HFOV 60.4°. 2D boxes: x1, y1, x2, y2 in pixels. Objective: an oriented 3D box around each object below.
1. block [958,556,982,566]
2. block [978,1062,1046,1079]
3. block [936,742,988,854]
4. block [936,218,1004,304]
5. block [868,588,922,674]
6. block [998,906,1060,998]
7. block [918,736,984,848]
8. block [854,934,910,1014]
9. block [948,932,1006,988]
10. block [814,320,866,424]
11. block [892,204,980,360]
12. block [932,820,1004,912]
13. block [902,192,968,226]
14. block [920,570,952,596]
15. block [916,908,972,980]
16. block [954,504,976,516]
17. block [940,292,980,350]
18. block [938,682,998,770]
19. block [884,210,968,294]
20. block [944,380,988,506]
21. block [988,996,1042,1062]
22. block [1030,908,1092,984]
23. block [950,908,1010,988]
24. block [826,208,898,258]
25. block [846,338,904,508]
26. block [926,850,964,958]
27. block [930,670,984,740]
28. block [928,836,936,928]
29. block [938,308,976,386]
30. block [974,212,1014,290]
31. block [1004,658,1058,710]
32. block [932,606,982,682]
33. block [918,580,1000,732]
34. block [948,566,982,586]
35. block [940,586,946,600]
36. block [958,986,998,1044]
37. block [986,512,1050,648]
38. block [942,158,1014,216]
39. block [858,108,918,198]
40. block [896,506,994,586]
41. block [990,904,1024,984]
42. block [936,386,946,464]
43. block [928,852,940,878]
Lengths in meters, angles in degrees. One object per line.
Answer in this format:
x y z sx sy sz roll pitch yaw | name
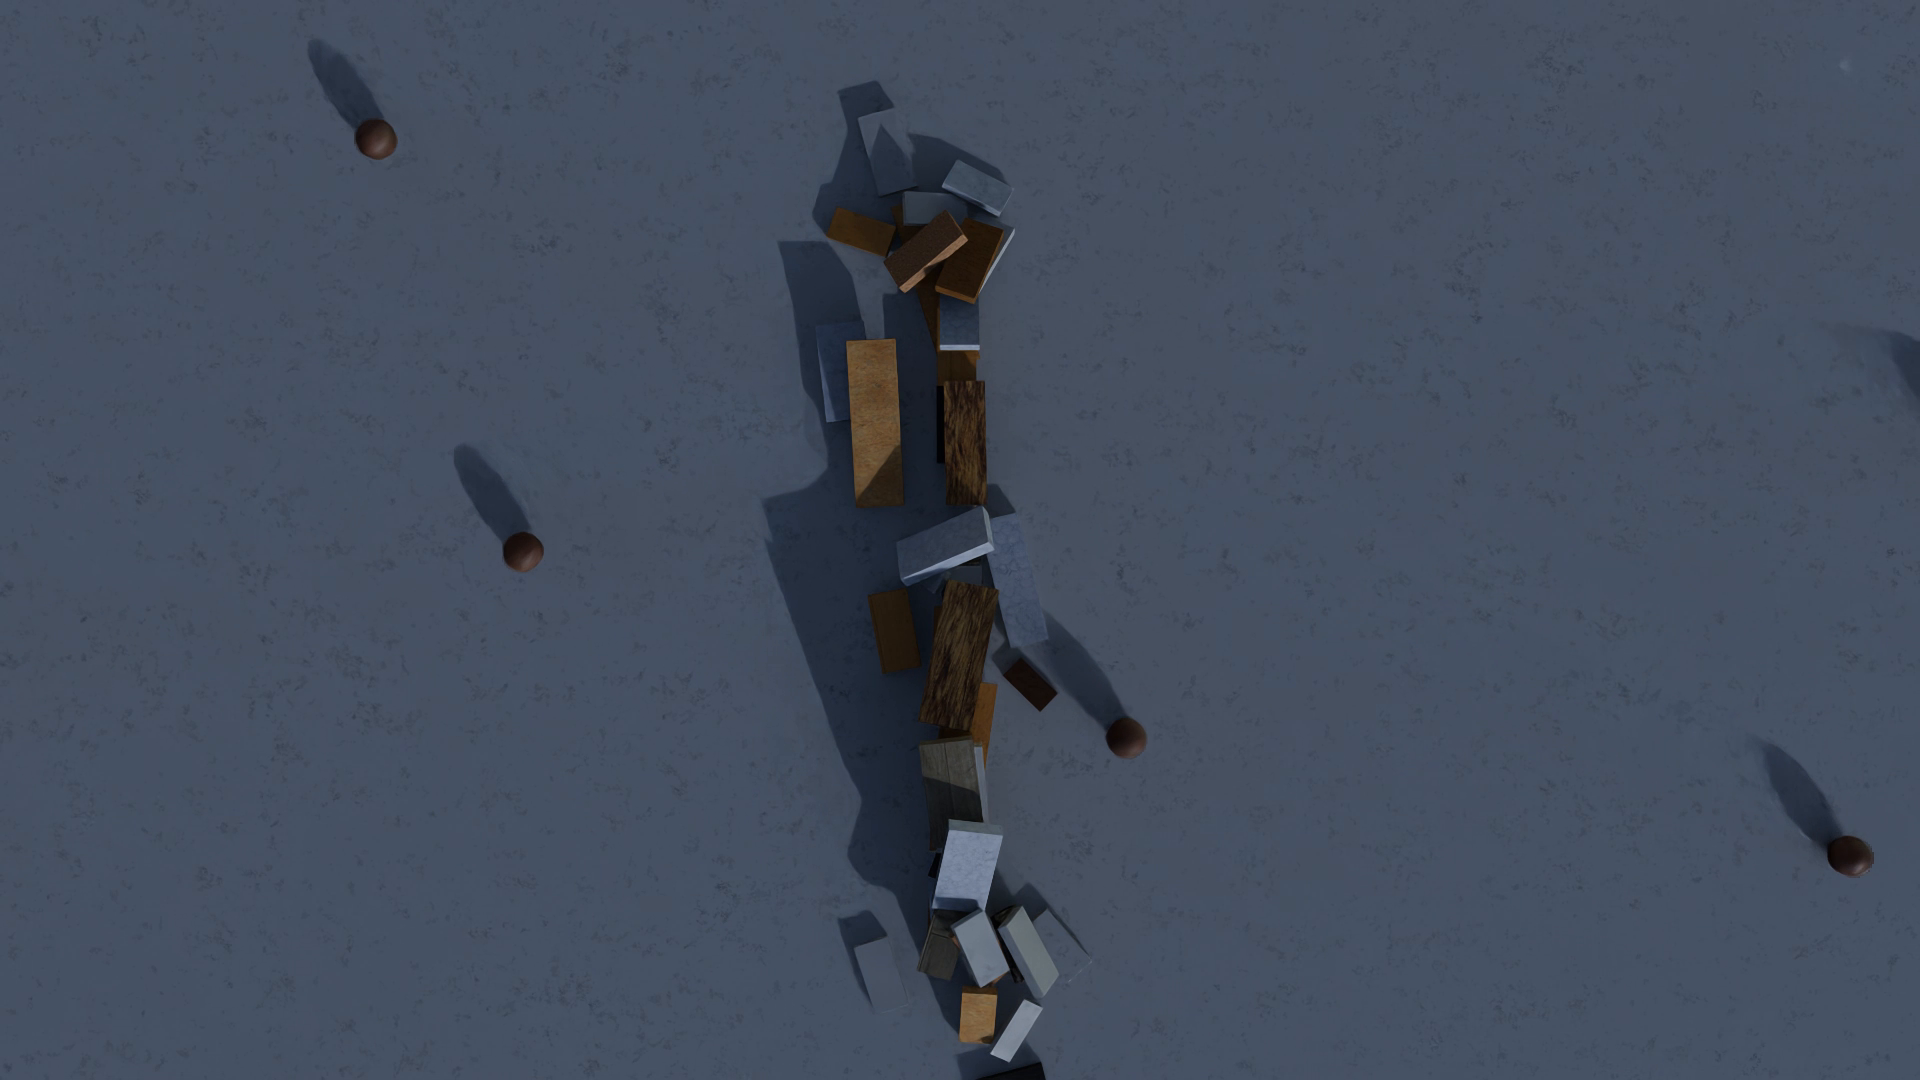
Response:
0.012 0.069 5.452 0.112 0.032 0.224 -4 74 -2 | block
0.172 1.826 5.484 0.236 0.032 0.114 -15 90 0 | block
-0.001 0.831 5.312 0.173 0.049 0.346 -4 100 2 | block
0.032 -0.912 5.380 0.135 0.038 0.270 20 72 8 | block
-0.217 0.301 5.481 0.132 0.037 0.265 -11 90 0 | block
0.225 1.349 5.400 0.037 0.132 0.265 -25 96 32 | block
-0.023 0.803 5.258 0.172 0.049 0.344 -7 100 3 | block
-0.261 1.445 5.483 0.117 0.033 0.233 -18 90 0 | block
0.073 1.335 5.378 0.114 0.032 0.229 -41 108 -14 | block
-0.381 -0.558 5.477 0.161 0.046 0.321 -7 90 0 | block
-0.081 -0.853 5.481 0.135 0.038 0.563 -17 90 0 | block
0.021 1.047 5.282 0.172 0.049 0.344 7 122 -6 | block
-0.083 -1.090 5.446 0.213 0.030 0.107 -1 84 -19 | block
-0.105 0.106 5.426 0.171 0.024 0.086 36 101 44 | block
-0.052 1.307 5.386 0.117 0.033 0.233 17 90 0 | block
0.014 -0.129 5.447 0.069 0.020 0.138 -5 86 0 | block
-0.001 -0.744 5.398 0.128 0.036 0.257 0 69 0 | block
0.015 0.621 5.351 0.166 0.047 0.331 8 91 0 | block
-0.114 -0.945 5.395 0.270 0.038 0.135 -38 55 12 | block
0.018 -0.318 5.412 0.135 0.038 0.406 -1 92 0 | block
0.183 1.622 5.470 0.086 0.024 0.212 32 90 -27 | block
0.320 1.348 5.484 0.114 0.032 0.229 -41 90 0 | block
0.065 1.320 5.338 0.114 0.032 0.229 -27 104 -18 | block
-0.325 -1.018 5.466 0.213 0.030 0.107 20 91 10 | block
-0.278 -0.384 5.435 0.161 0.046 0.549 -3 99 -1 | block
-0.014 1.194 5.427 0.173 0.049 0.346 -4 90 0 | block
-0.011 0.583 5.438 0.166 0.047 0.331 4 76 1 | block
-0.013 0.989 5.476 0.173 0.049 0.724 1 90 0 | block
-0.010 -0.635 5.444 0.128 0.036 0.257 0 90 0 | block
0.058 -0.940 5.431 0.135 0.038 0.270 27 73 10 | block
0.234 0.481 5.488 0.171 0.024 0.086 44 90 0 | block
-0.008 0.388 5.437 0.166 0.047 0.331 2 76 0 | block
-0.004 0.372 5.314 0.172 0.049 0.466 12 80 1 | block
0.015 0.197 5.386 0.112 0.032 0.224 0 80 -1 | block
0.002 0.218 5.438 0.112 0.032 0.224 -10 68 -5 | block
0.059 1.563 5.427 0.114 0.032 0.229 3 121 0 | block
0.178 0.134 5.481 0.132 0.037 0.434 -14 90 0 | block
0.059 -1.166 5.465 0.213 0.030 0.107 27 67 0 | block
-0.239 -1.287 5.481 0.135 0.038 0.270 -16 90 0 | block
-0.051 0.020 5.388 0.321 0.046 0.161 -23 47 16 | block
0.181 1.326 5.417 0.032 0.114 0.229 -25 83 32 | block
-0.014 -0.384 5.482 0.128 0.036 0.256 0 90 0 | block
-0.009 1.006 5.386 0.117 0.033 0.233 21 89 1 | block
